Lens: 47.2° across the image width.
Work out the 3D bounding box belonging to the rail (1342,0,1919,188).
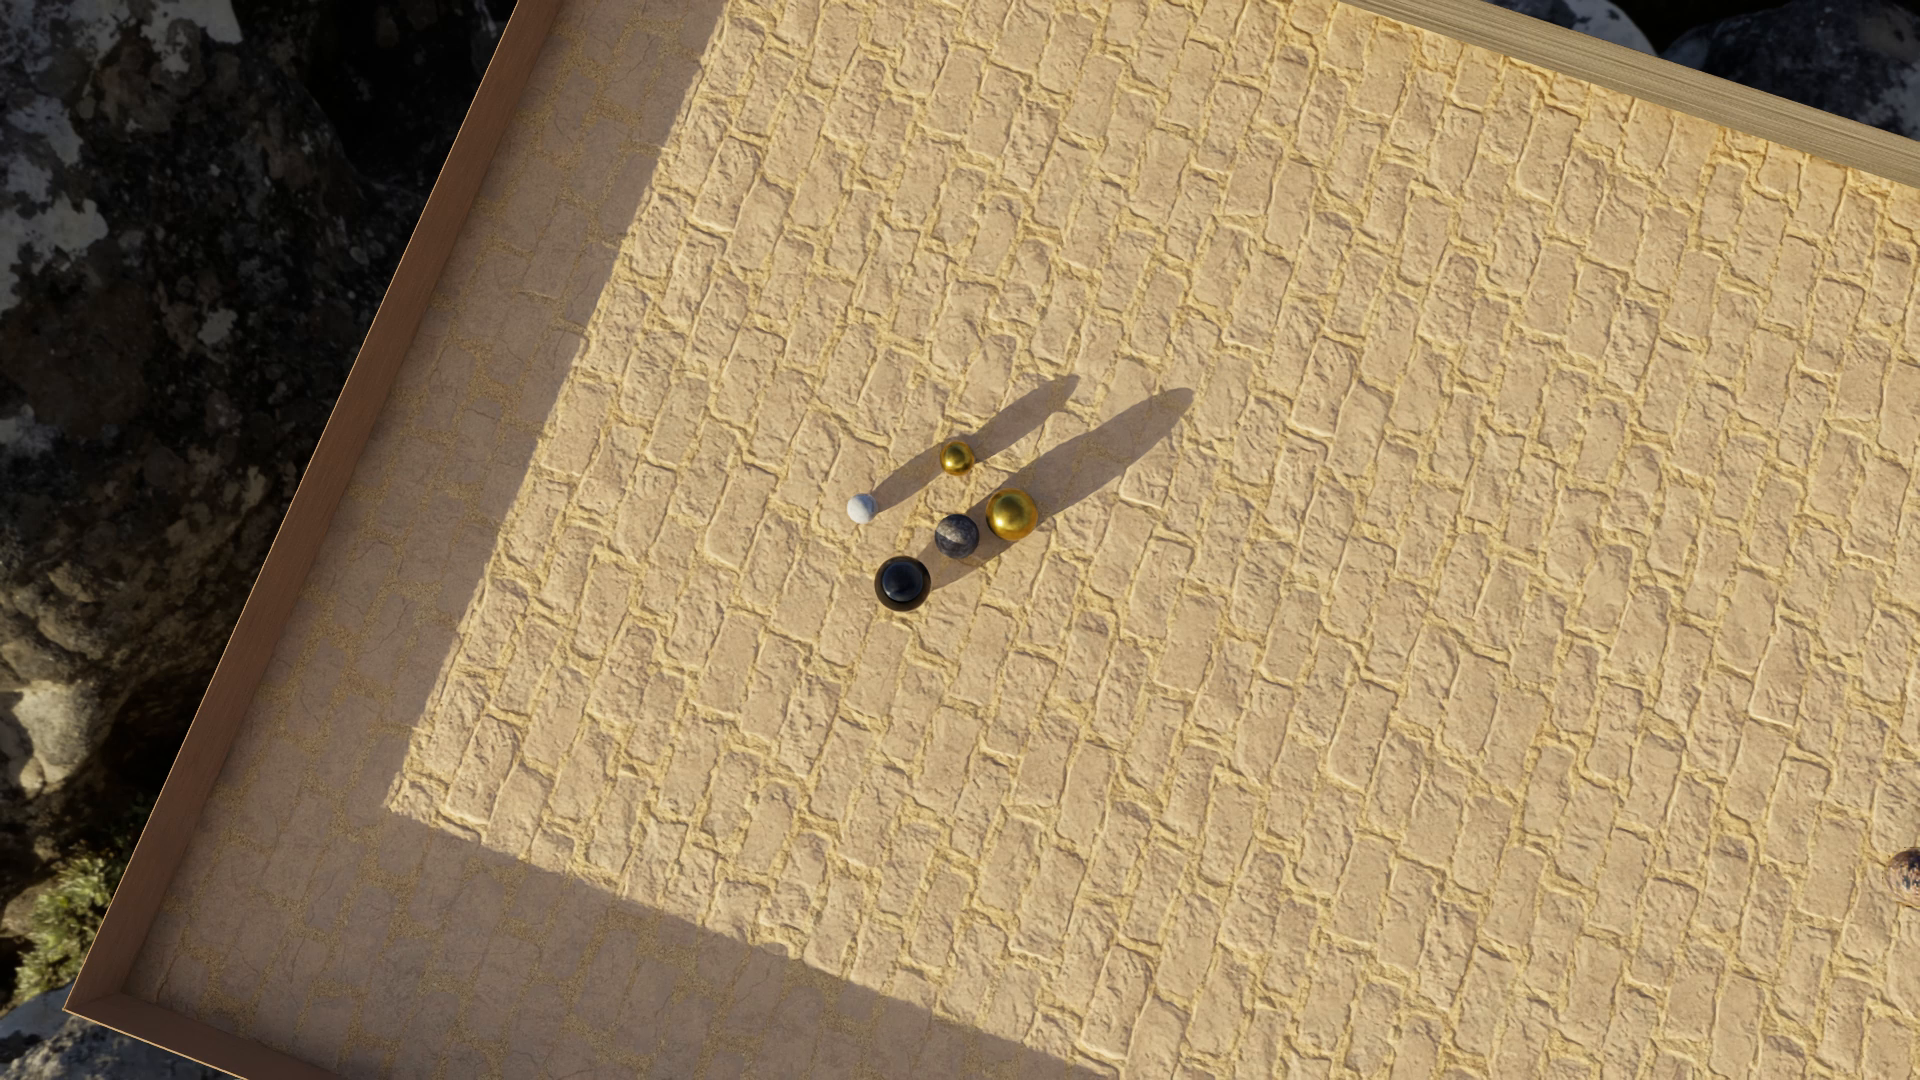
[{"bbox_3d":[1.253,-0.664,3.480,3.791,0.113,0.045,19,77,5],"label":"rail"}]

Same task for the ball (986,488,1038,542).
[{"bbox_3d":[0.079,-0.039,3.340,0.081,0.081,0.081,0,76,0],"label":"ball"}]

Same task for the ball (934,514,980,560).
[{"bbox_3d":[-0.005,-0.005,3.337,0.068,0.068,0.068,0,76,0],"label":"ball"}]

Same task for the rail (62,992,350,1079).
[{"bbox_3d":[0.529,1.277,2.990,3.791,0.113,0.045,19,77,5],"label":"rail"}]

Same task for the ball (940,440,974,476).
[{"bbox_3d":[-0.004,-0.125,3.375,0.054,0.054,0.054,0,76,0],"label":"ball"}]

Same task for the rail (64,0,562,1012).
[{"bbox_3d":[-0.869,-0.310,3.390,0.045,0.113,2.176,19,77,5],"label":"rail"}]

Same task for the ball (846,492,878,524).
[{"bbox_3d":[-0.149,-0.049,3.359,0.047,0.047,0.047,0,76,0],"label":"ball"}]

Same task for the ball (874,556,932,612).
[{"bbox_3d":[-0.086,0.066,3.310,0.087,0.087,0.087,0,76,0],"label":"ball"}]

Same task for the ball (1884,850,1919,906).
[{"bbox_3d":[1.391,0.492,3.206,0.080,0.080,0.080,0,76,0],"label":"ball"}]
